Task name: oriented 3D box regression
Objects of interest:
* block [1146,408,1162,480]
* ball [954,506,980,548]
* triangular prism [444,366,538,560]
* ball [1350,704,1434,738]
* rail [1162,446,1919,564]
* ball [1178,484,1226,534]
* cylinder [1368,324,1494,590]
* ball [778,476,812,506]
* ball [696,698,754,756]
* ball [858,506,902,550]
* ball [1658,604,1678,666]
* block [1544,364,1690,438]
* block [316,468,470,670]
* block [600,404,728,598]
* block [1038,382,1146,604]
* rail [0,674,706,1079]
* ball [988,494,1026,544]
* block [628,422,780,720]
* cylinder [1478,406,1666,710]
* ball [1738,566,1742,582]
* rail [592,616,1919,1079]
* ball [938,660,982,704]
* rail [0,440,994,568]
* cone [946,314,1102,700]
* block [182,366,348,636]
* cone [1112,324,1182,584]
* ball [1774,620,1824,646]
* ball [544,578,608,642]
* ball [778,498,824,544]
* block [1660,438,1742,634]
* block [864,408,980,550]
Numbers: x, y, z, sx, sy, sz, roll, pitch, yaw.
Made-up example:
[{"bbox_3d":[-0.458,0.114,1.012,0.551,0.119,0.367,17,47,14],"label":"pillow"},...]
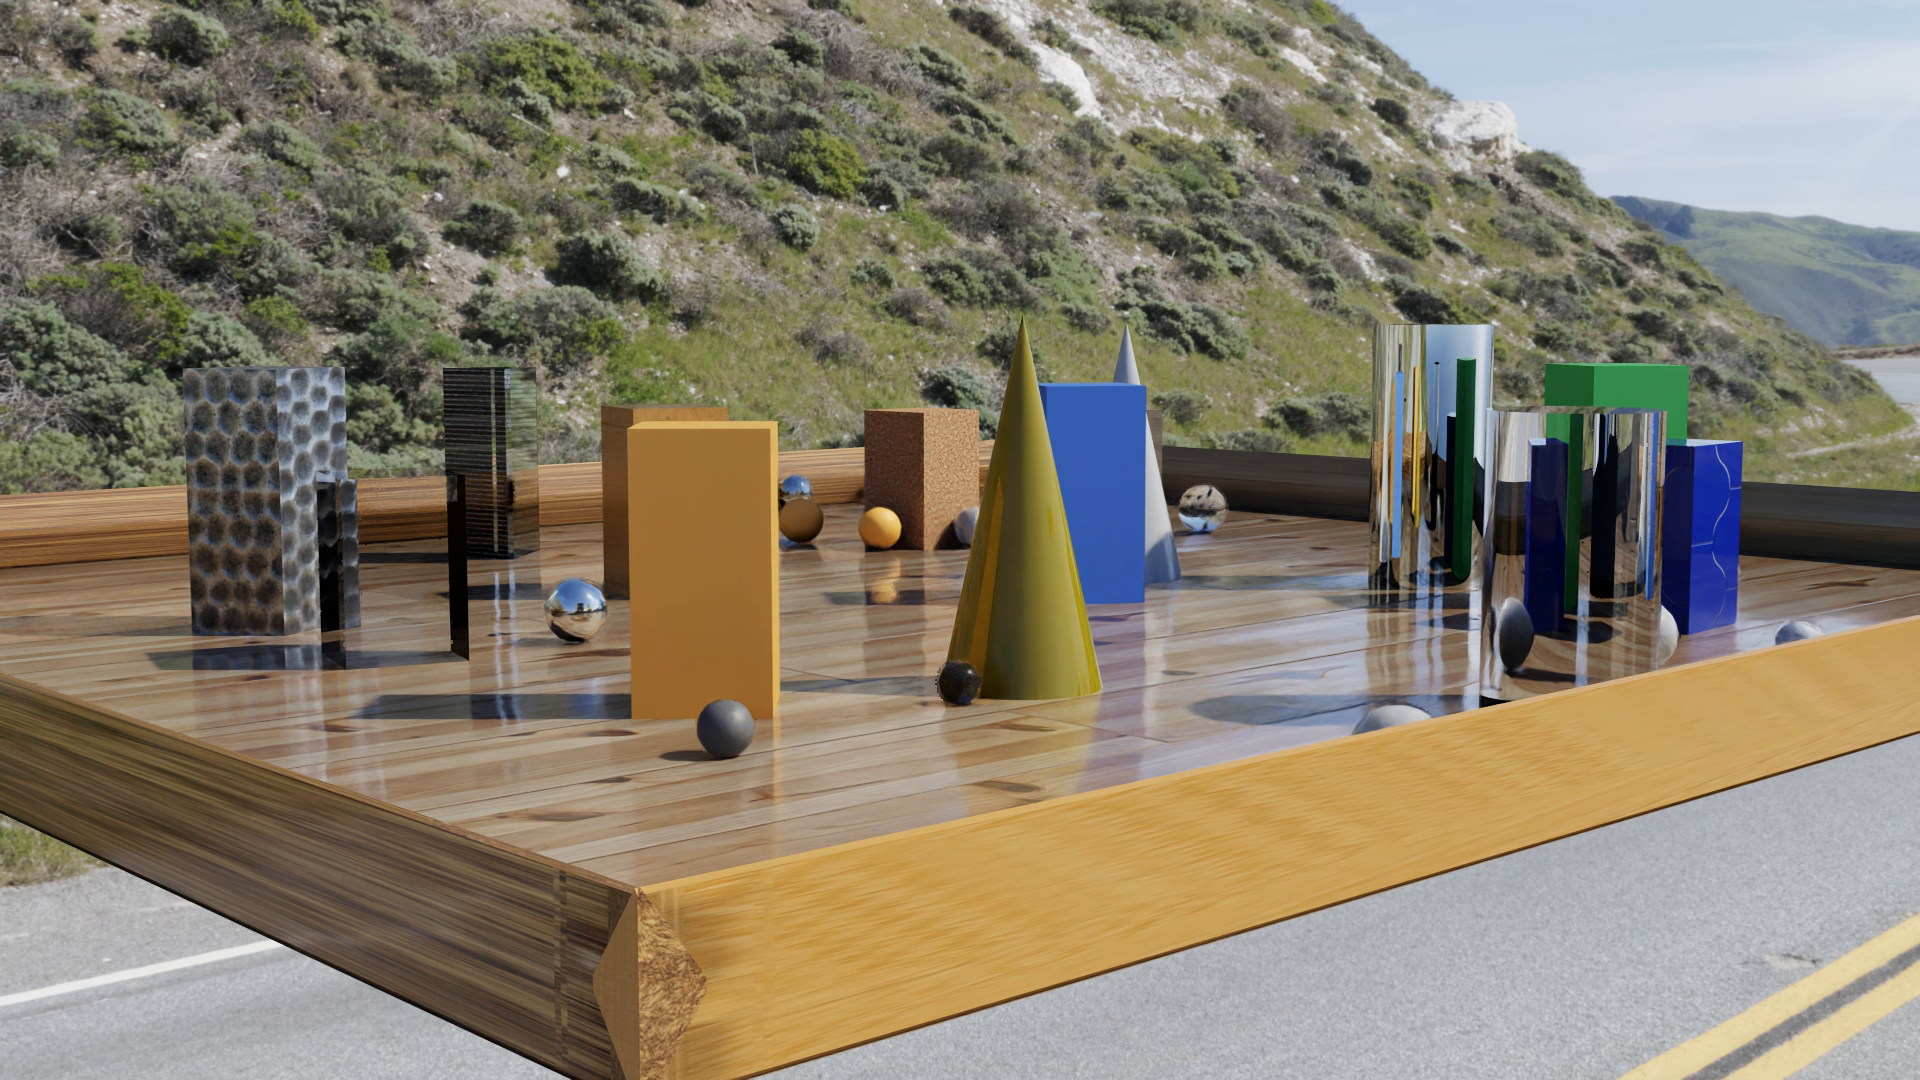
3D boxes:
[{"bbox_3d":[0.296,-0.136,4.355,0.154,0.248,0.154,-2,6,-22],"label":"block"},{"bbox_3d":[0.027,-0.024,4.111,0.076,0.076,0.076,0,6,0],"label":"ball"},{"bbox_3d":[-0.824,-0.144,4.000,0.166,0.339,0.144,4,7,35],"label":"triangular prism"},{"bbox_3d":[0.395,0.193,1.982,0.090,0.090,0.090,0,6,0],"label":"ball"},{"bbox_3d":[1.139,-0.078,4.377,0.045,0.125,2.887,-6,8,-42],"label":"rail"},{"bbox_3d":[0.482,-0.062,4.373,0.096,0.096,0.096,0,6,0],"label":"ball"},{"bbox_3d":[0.763,-0.139,3.564,0.192,0.419,0.192,0,6,0],"label":"cylinder"},{"bbox_3d":[-0.365,-0.103,4.844,0.080,0.080,0.080,0,6,0],"label":"ball"},{"bbox_3d":[-0.234,0.187,2.193,0.058,0.058,0.058,0,6,0],"label":"ball"},{"bbox_3d":[-0.148,-0.022,4.073,0.079,0.079,0.079,0,6,0],"label":"ball"},{"bbox_3d":[0.839,0.117,2.709,0.089,0.089,0.089,0,6,0],"label":"ball"},{"bbox_3d":[0.992,-0.086,3.343,0.154,0.360,0.154,-1,6,-12],"label":"block"},{"bbox_3d":[-0.725,0.032,2.809,0.154,0.236,0.154,-3,7,-27],"label":"block"},{"bbox_3d":[-0.464,-0.064,3.461,0.154,0.292,0.154,-3,7,-27],"label":"block"},{"bbox_3d":[0.191,-0.075,3.385,0.154,0.329,0.154,-1,6,-10],"label":"block"},{"bbox_3d":[-1.139,0.142,2.287,0.045,0.125,2.887,-6,8,-42],"label":"rail"},{"bbox_3d":[0.097,-0.039,4.158,0.096,0.096,0.096,0,6,0],"label":"ball"},{"bbox_3d":[-0.283,0.029,2.456,0.154,0.316,0.154,0,6,-2],"label":"block"},{"bbox_3d":[0.676,0.023,2.433,0.192,0.334,0.192,0,6,0],"label":"cylinder"},{"bbox_3d":[1.227,0.055,3.517,0.043,0.043,0.043,0,6,0],"label":"ball"},{"bbox_3d":[0.963,0.142,2.294,3.147,0.125,0.045,-6,8,-42],"label":"rail"},{"bbox_3d":[0.000,0.161,2.484,0.049,0.049,0.049,0,6,0],"label":"ball"},{"bbox_3d":[-0.963,-0.077,4.370,3.147,0.125,0.045,-6,8,-42],"label":"rail"},{"bbox_3d":[0.073,-0.046,2.581,0.192,0.439,0.192,0,6,0],"label":"cone"},{"bbox_3d":[-0.968,-0.059,3.079,0.154,0.362,0.154,2,6,20],"label":"block"},{"bbox_3d":[0.274,-0.150,3.645,0.192,0.424,0.192,0,6,0],"label":"cone"},{"bbox_3d":[1.042,0.130,2.726,0.060,0.060,0.060,0,6,0],"label":"ball"},{"bbox_3d":[-0.515,0.094,2.944,0.085,0.085,0.085,0,6,0],"label":"ball"},{"bbox_3d":[-0.303,-0.037,4.184,0.086,0.086,0.086,0,6,0],"label":"ball"},{"bbox_3d":[0.994,-0.010,3.106,0.154,0.258,0.154,6,8,43],"label":"block"},{"bbox_3d":[-0.072,-0.119,4.163,0.154,0.254,0.154,5,8,42],"label":"block"}]
